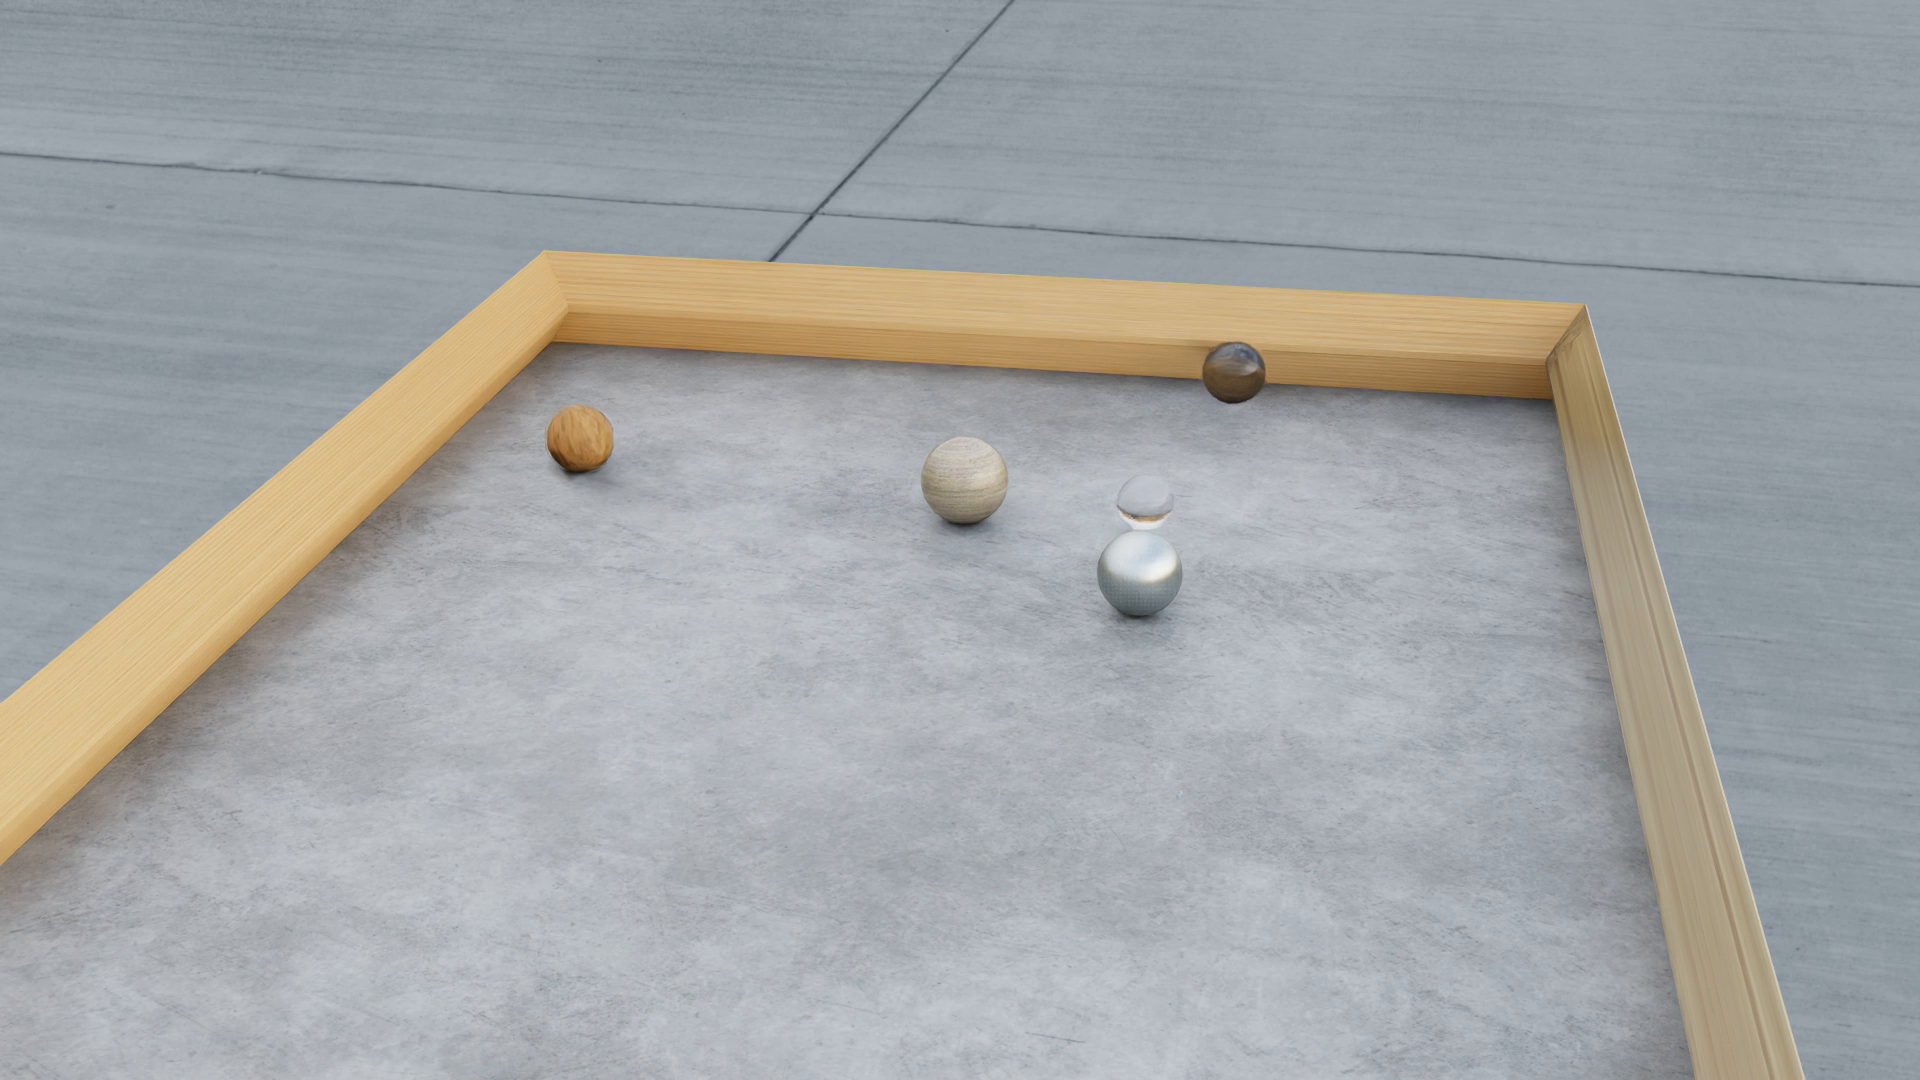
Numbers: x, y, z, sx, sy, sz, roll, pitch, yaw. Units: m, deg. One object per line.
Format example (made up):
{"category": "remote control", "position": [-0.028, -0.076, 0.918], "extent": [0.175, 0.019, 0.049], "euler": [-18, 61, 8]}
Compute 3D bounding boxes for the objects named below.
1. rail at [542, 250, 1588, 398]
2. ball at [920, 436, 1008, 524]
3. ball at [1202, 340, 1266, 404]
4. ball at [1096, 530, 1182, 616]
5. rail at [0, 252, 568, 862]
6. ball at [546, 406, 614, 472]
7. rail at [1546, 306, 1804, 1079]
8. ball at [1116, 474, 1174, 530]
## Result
{"category": "rail", "position": [0.104, -0.268, 2.786], "extent": [1.330, 0.123, 0.045], "euler": [4, 24, 9]}
{"category": "ball", "position": [0.005, -0.065, 2.368], "extent": [0.095, 0.095, 0.095], "euler": [0, 24, 0]}
{"category": "ball", "position": [0.338, -0.207, 2.708], "extent": [0.077, 0.077, 0.077], "euler": [0, 24, 0]}
{"category": "ball", "position": [0.177, 0.032, 2.164], "extent": [0.085, 0.085, 0.085], "euler": [0, 24, 0]}
{"category": "rail", "position": [-0.741, 0.191, 1.759], "extent": [0.045, 0.123, 2.552], "euler": [4, 24, 9]}
{"category": "ball", "position": [-0.432, -0.115, 2.505], "extent": [0.076, 0.076, 0.076], "euler": [0, 24, 0]}
{"category": "rail", "position": [0.524, 0.280, 1.560], "extent": [0.045, 0.123, 2.552], "euler": [4, 24, 9]}
{"category": "ball", "position": [0.199, -0.040, 2.355], "extent": [0.061, 0.061, 0.061], "euler": [0, 24, 0]}
